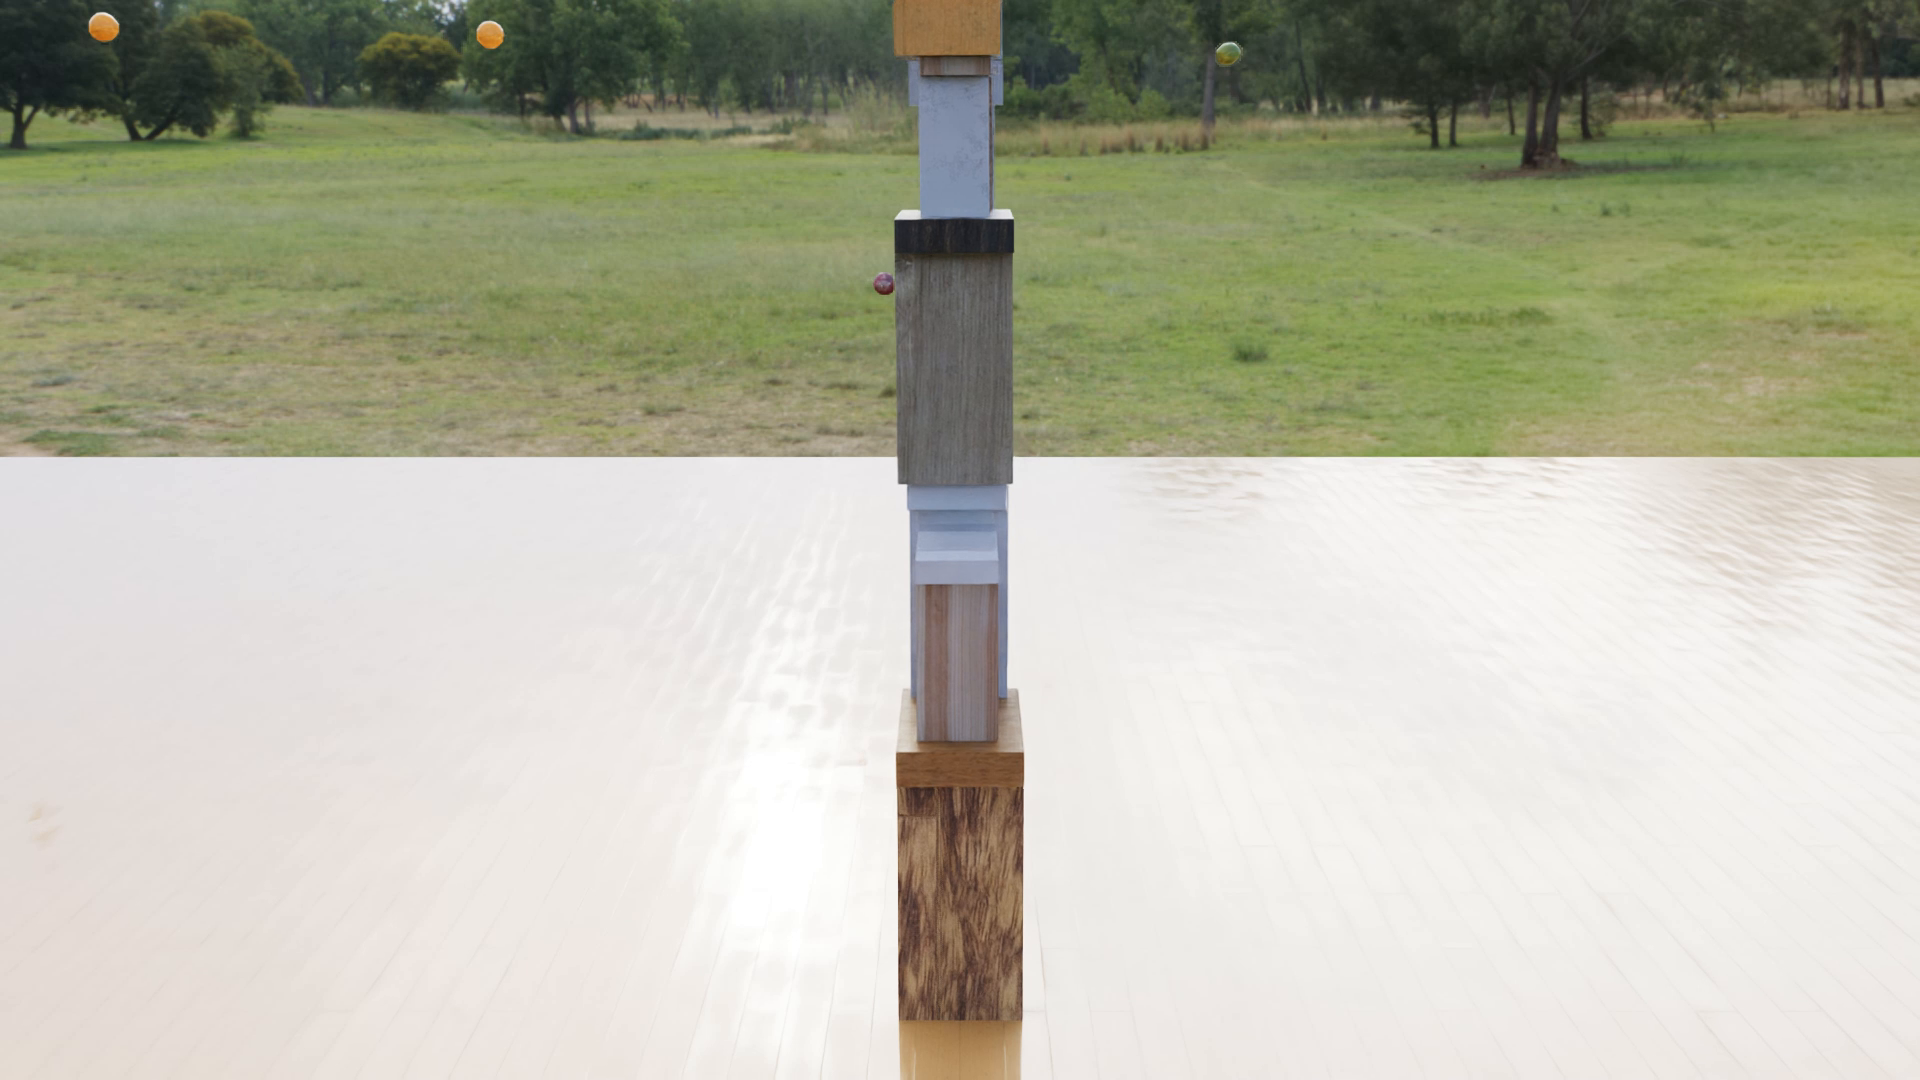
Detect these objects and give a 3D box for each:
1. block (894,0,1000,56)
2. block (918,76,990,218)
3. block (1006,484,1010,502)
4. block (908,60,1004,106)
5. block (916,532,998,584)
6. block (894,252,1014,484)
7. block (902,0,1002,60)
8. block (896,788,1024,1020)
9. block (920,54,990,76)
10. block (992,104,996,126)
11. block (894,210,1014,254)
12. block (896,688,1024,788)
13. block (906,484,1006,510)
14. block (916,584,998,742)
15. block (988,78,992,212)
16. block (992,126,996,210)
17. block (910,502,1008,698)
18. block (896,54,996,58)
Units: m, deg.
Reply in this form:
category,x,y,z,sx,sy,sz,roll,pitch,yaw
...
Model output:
category,x,y,z,sx,sy,sz,roll,pitch,yaw
block,-0.019,-0.829,3.062,0.150,0.301,0.042,-1,13,-1
block,-0.008,-0.565,3.160,0.100,0.200,0.028,0,11,0
block,-0.001,0.048,3.822,0.169,0.338,0.048,0,11,0
block,-0.007,-0.897,3.577,0.154,0.374,0.044,0,10,1
block,-0.004,0.024,3.141,0.115,0.033,0.229,0,10,0
block,-0.007,-0.252,3.213,0.169,0.338,0.048,0,11,1
block,-0.014,-0.893,3.369,0.154,0.308,0.044,-1,11,-1
block,0.001,0.507,3.138,0.178,0.356,0.050,0,10,0
block,-0.008,-0.689,3.201,0.100,0.028,0.200,-1,11,0
block,-0.001,-0.701,3.635,0.119,0.034,0.238,0,10,1
block,-0.007,-0.463,3.286,0.169,0.048,0.338,0,11,0
block,0.000,0.285,3.218,0.178,0.050,0.356,0,10,0
block,-0.004,-0.092,3.390,0.147,0.042,0.293,0,11,1
block,-0.004,0.167,3.089,0.115,0.230,0.033,0,10,0
block,-0.002,-0.603,3.360,0.100,0.201,0.028,0,11,0
block,-0.002,-0.552,3.581,0.119,0.238,0.034,0,10,0
block,-0.002,0.091,3.324,0.147,0.293,0.042,0,10,0
block,-0.022,-0.868,3.262,0.150,0.300,0.042,-1,12,0
